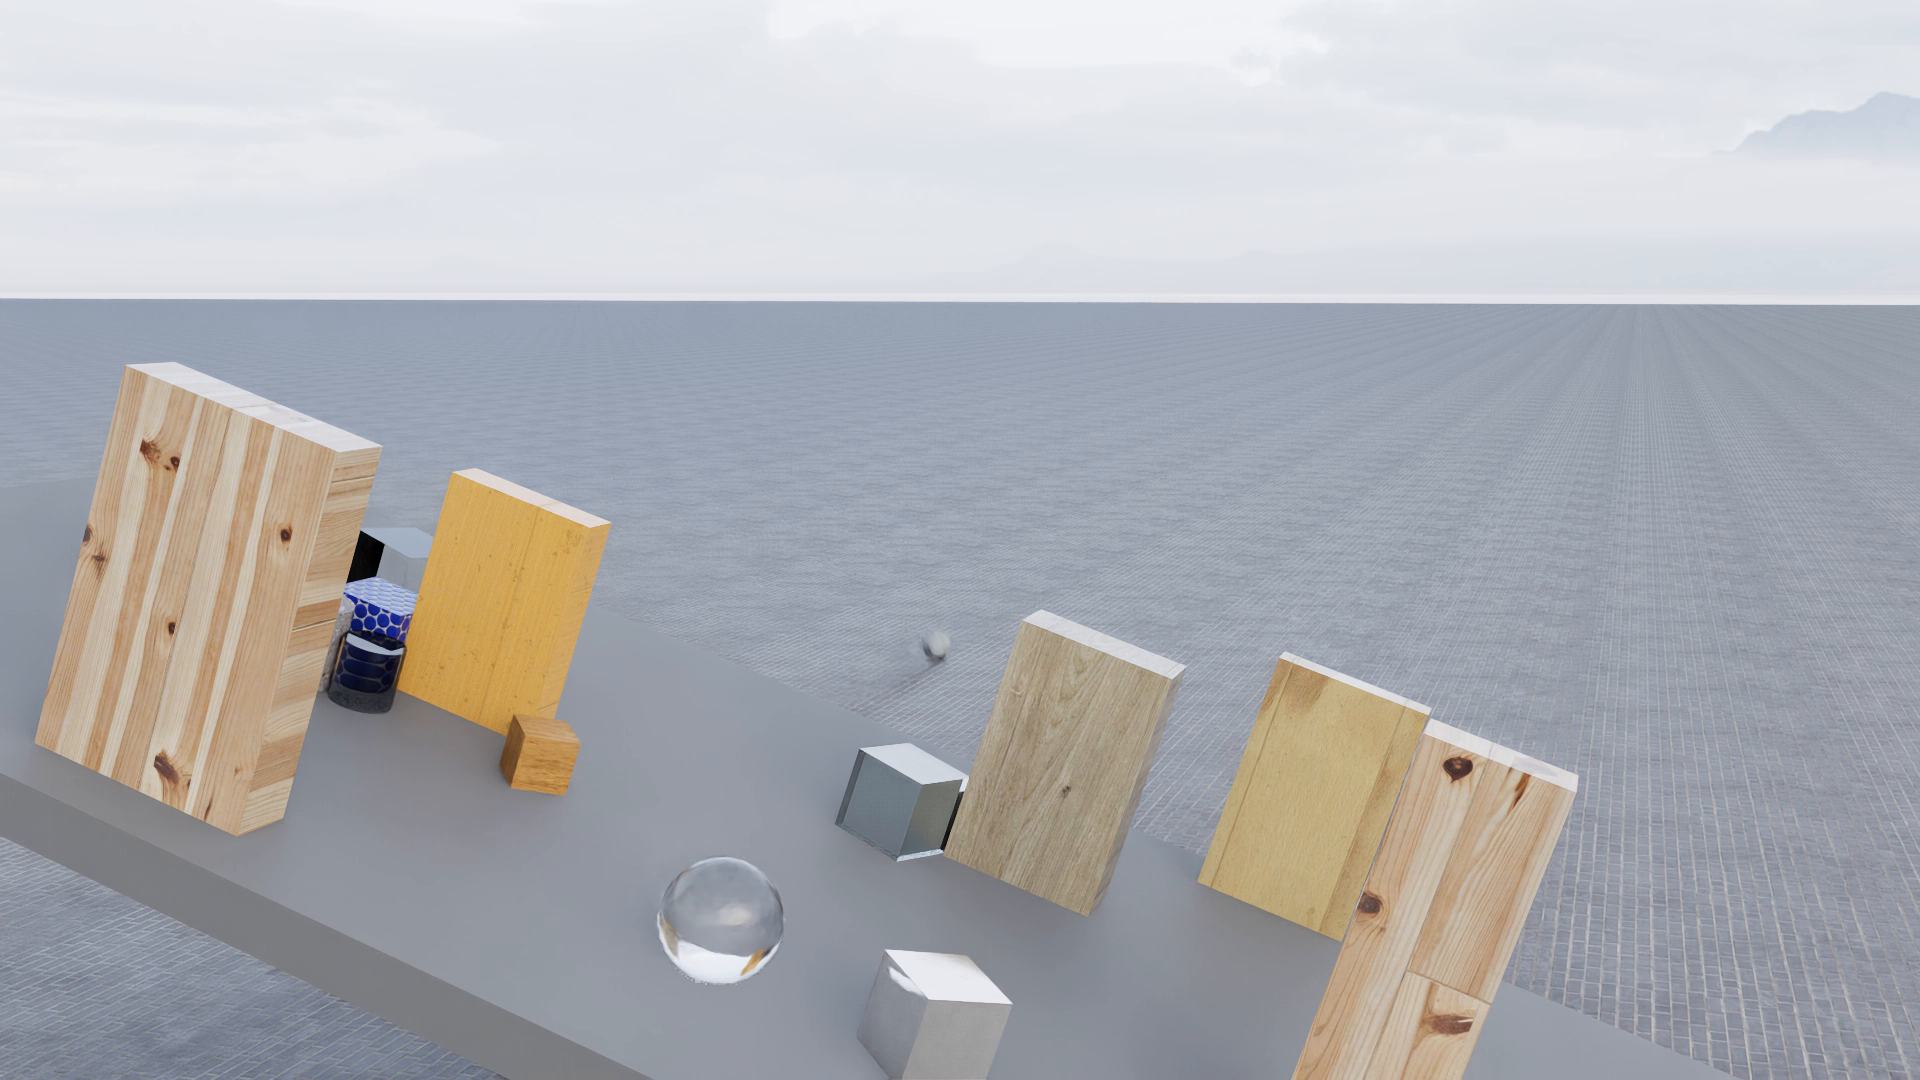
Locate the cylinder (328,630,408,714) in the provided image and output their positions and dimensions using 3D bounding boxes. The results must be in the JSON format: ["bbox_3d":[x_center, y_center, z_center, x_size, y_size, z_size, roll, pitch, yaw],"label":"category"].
[{"bbox_3d":[-1.151,0.256,4.271,0.124,0.124,0.124,17,12,-4],"label":"cylinder"}]

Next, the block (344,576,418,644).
[{"bbox_3d":[-1.177,0.188,4.447,0.162,0.162,0.162,21,12,14],"label":"block"}]

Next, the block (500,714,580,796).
[{"bbox_3d":[-0.796,0.406,4.162,0.107,0.107,0.107,12,13,-27],"label":"block"}]

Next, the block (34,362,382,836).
[{"bbox_3d":[-1.230,0.093,3.586,0.407,0.662,0.125,21,12,14],"label":"block"}]

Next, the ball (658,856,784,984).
[{"bbox_3d":[-0.388,0.618,3.574,0.205,0.205,0.205,0,7,0],"label":"ball"}]

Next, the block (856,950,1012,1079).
[{"bbox_3d":[-0.042,0.769,3.520,0.158,0.158,0.158,11,14,-32],"label":"block"}]

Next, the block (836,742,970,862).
[{"bbox_3d":[-0.115,0.530,4.462,0.169,0.169,0.169,26,14,32],"label":"block"}]

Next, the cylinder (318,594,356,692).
[{"bbox_3d":[-1.282,0.187,4.289,0.163,0.163,0.163,17,12,-4],"label":"cylinder"}]

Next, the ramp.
[{"bbox_3d":[-0.349,0.651,4.221,4.000,0.100,2.000,21,12,14],"label":"ramp"}]

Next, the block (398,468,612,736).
[{"bbox_3d":[-0.912,0.130,4.373,0.313,0.461,0.094,21,12,14],"label":"block"}]

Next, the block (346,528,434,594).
[{"bbox_3d":[-1.220,0.086,4.818,0.172,0.172,0.172,25,14,30],"label":"block"}]

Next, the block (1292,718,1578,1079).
[{"bbox_3d":[0.718,0.694,3.476,0.240,0.780,0.120,21,12,14],"label":"block"}]

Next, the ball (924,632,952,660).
[{"bbox_3d":[-0.110,0.509,10.605,0.135,0.135,0.135,0,7,0],"label":"ball"}]

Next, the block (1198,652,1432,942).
[{"bbox_3d":[0.765,0.555,4.765,0.335,0.536,0.080,21,12,14],"label":"block"}]

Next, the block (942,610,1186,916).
[{"bbox_3d":[0.212,0.449,4.461,0.321,0.520,0.148,21,12,14],"label":"block"}]
